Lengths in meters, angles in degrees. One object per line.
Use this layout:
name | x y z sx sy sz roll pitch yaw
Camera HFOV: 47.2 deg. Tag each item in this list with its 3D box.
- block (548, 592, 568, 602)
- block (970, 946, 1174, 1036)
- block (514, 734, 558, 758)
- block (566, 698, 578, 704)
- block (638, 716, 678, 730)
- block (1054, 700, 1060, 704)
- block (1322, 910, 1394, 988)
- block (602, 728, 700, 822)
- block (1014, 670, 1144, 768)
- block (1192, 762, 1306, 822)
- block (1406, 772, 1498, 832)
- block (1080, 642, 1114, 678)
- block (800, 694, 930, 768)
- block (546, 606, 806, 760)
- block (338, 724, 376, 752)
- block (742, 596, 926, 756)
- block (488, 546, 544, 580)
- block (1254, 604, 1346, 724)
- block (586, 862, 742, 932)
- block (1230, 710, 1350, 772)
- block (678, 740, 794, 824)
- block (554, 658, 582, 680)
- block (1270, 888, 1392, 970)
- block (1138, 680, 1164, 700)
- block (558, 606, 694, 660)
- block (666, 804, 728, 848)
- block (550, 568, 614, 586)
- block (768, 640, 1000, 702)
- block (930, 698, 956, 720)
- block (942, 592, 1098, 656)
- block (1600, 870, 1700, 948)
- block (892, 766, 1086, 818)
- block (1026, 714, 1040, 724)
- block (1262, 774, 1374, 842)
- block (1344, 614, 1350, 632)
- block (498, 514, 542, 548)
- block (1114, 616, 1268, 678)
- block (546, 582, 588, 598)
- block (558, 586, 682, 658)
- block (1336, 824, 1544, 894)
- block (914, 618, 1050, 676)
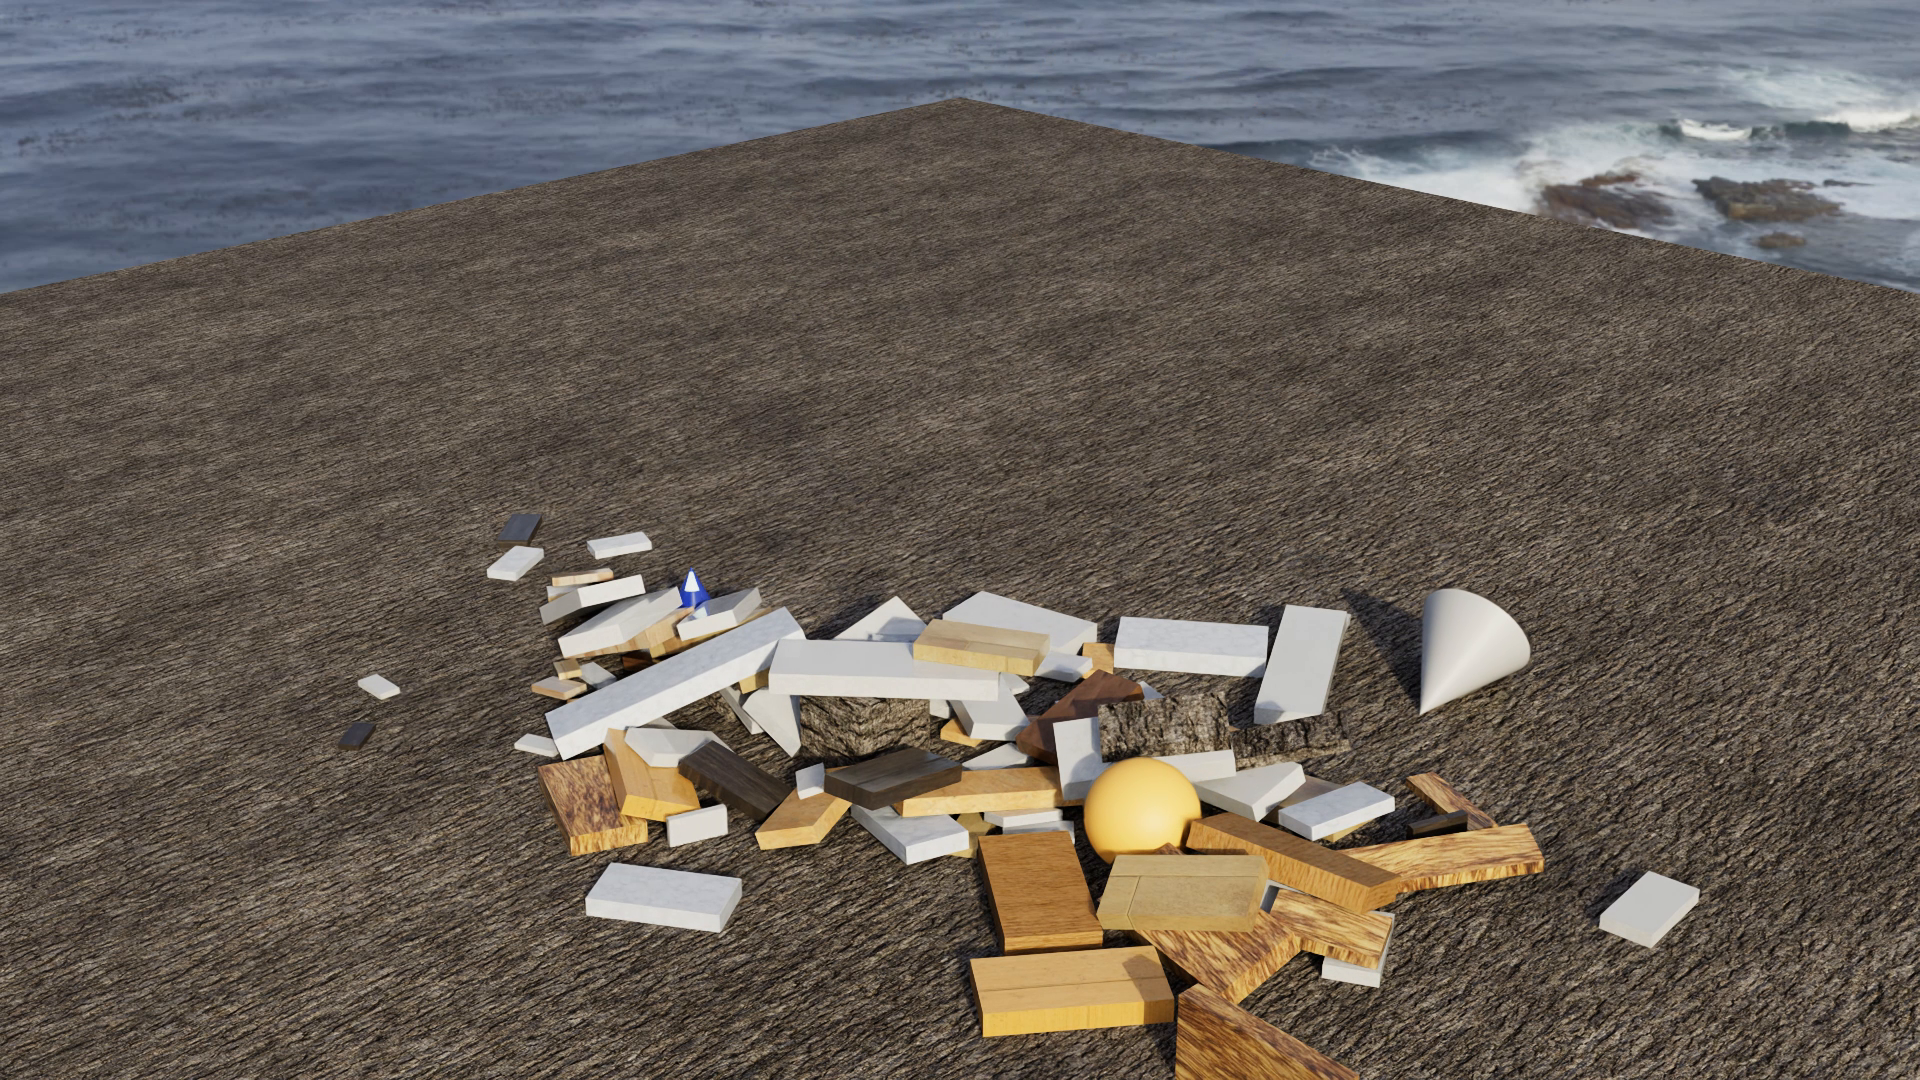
block | -0.946 0.136 5.348 0.061 0.017 0.122 -16 0 17
block | 0.193 0.787 3.845 0.332 0.047 0.166 -3 23 -7
block | -0.899 0.439 4.708 0.096 0.014 0.048 10 25 22
block | -0.770 0.370 4.862 0.192 0.021 0.075 -5 23 -11
block | -0.650 0.415 4.761 0.061 0.017 0.135 -16 28 -33
block | 0.277 0.369 4.870 0.120 0.017 0.060 -7 24 -17
block | 0.724 0.736 3.990 0.102 0.029 0.203 7 24 16
block | -0.632 0.483 4.494 0.153 0.043 0.306 14 16 -21
block | 0.252 0.373 4.611 0.257 0.036 0.129 -37 34 -28
block | 0.540 0.474 4.467 0.148 0.042 0.295 -35 31 -28
block | 0.997 0.537 4.470 0.067 0.019 0.232 -9 25 -20
block | 0.319 0.279 5.077 0.072 0.021 0.145 2 23 5
block | -0.199 0.379 4.620 0.193 0.193 0.193 -21 31 -40
block | -0.607 0.304 4.715 0.566 0.049 0.173 -24 20 -10
block | -1.301 0.425 4.742 0.048 0.014 0.096 3 23 7
block | -0.252 0.296 4.888 0.153 0.043 0.564 44 39 10
block | -1.130 0.059 5.594 0.079 0.022 0.158 6 24 15
block | 0.779 0.285 5.009 0.144 0.041 0.510 6 26 14
block | -0.555 0.671 4.133 0.262 0.037 0.131 5 24 12
block | 0.571 0.426 4.458 0.434 0.029 0.102 -12 28 13
block | -0.453 0.493 4.484 0.216 0.031 0.108 28 32 20
block | -0.893 0.294 5.006 0.051 0.015 0.103 -11 14 -15
block | 0.662 0.699 3.956 0.209 0.030 0.104 13 39 19
block | 0.316 0.404 4.677 0.287 0.041 0.144 -24 34 -23
block | -0.763 0.214 5.056 0.310 0.044 0.155 -9 12 42
block | -0.520 0.565 4.352 0.120 0.060 0.017 -11 25 -24
block | -0.945 0.093 5.487 0.149 0.021 0.075 -6 7 -15
block | -0.152 0.269 4.573 0.470 0.047 0.164 2 23 4
block | -0.164 0.308 4.831 0.331 0.031 0.108 17 32 -11
block | 0.141 0.208 5.211 0.329 0.047 0.164 15 27 32
block | 1.287 0.688 4.103 0.102 0.029 0.203 19 29 37
block | 0.055 0.505 4.434 0.405 0.037 0.131 -1 15 -21
block | 0.164 0.407 4.776 0.145 0.021 0.072 2 23 4
block | 0.677 0.524 4.422 0.148 0.042 0.295 -20 23 -39
block | 0.887 0.207 5.248 0.067 0.019 0.133 8 24 18
block | -1.158 -0.024 5.789 0.079 0.022 0.180 1 23 2
block | 0.539 0.248 5.114 0.347 0.049 0.173 4 23 8
block | -0.970 0.125 5.447 0.103 0.015 0.051 -6 24 -14
block | -0.763 0.183 4.961 0.155 0.044 0.311 -14 10 20
block | 0.865 0.618 4.184 0.472 0.030 0.104 -8 35 -4
block | 0.046 0.223 4.577 0.257 0.036 0.129 7 24 16
